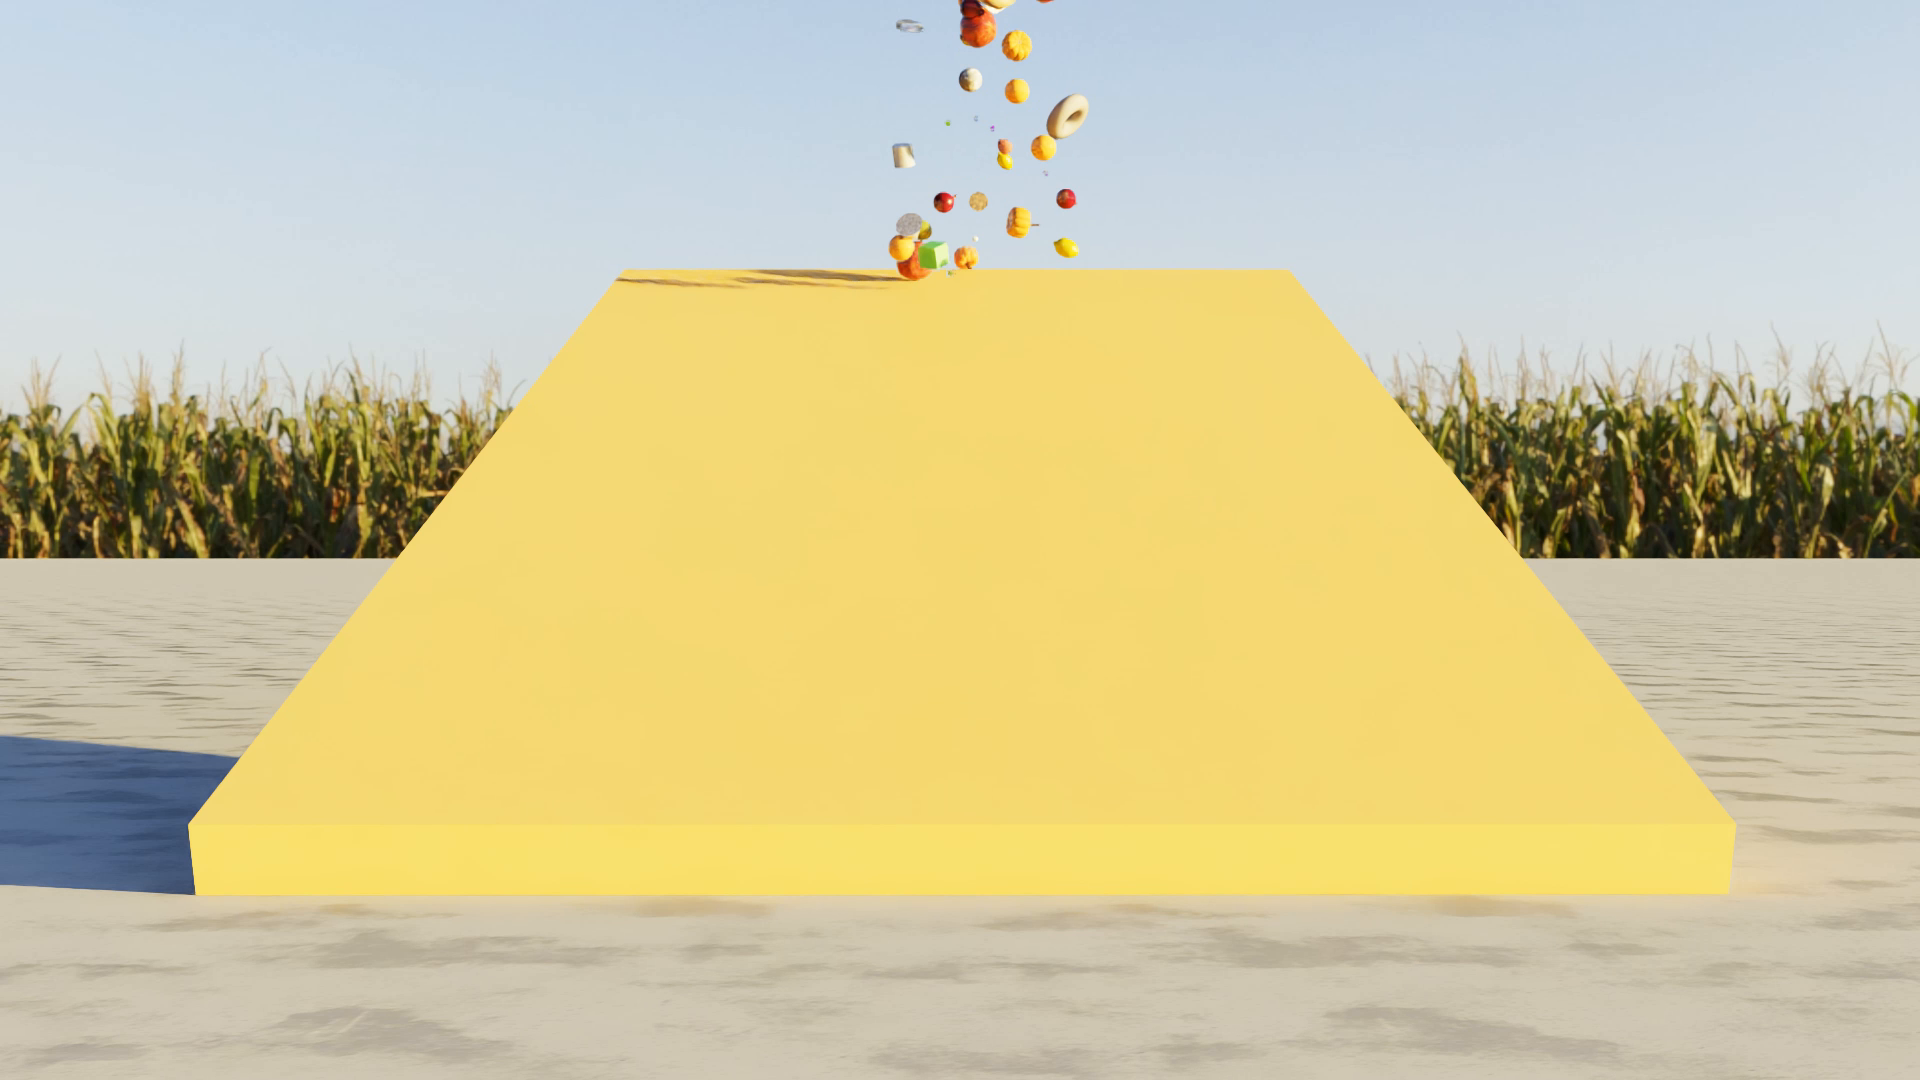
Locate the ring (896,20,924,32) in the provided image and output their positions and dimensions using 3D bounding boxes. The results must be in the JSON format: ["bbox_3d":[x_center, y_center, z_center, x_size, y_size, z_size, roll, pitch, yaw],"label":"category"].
[{"bbox_3d":[-0.146,-1.490,6.447,0.083,0.028,0.083,8,7,-1],"label":"ring"}]

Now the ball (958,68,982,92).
[{"bbox_3d":[0.030,-1.295,6.261,0.067,0.067,0.067,0,0,0],"label":"ball"}]

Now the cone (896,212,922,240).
[{"bbox_3d":[-0.132,-0.863,6.243,0.078,0.078,0.078,0,-26,17],"label":"cone"}]

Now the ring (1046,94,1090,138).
[{"bbox_3d":[0.315,-1.236,6.495,0.050,0.150,0.150,46,20,20],"label":"ring"}]

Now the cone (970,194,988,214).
[{"bbox_3d":[0.054,-1.018,6.694,0.056,0.056,0.056,0,22,-12],"label":"cone"}]

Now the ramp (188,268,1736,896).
[{"bbox_3d":[-0.003,-0.176,4.799,2.000,0.100,4.000,0,17,0],"label":"ramp"}]

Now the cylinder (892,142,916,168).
[{"bbox_3d":[-0.168,-1.146,6.630,0.063,0.063,0.063,-6,21,2],"label":"cylinder"}]

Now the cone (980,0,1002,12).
[{"bbox_3d":[0.080,-1.629,6.712,0.085,0.085,0.085,0,5,-34],"label":"cone"}]

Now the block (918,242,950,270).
[{"bbox_3d":[-0.075,-0.810,6.330,0.061,0.061,0.061,9,28,34],"label":"block"}]
